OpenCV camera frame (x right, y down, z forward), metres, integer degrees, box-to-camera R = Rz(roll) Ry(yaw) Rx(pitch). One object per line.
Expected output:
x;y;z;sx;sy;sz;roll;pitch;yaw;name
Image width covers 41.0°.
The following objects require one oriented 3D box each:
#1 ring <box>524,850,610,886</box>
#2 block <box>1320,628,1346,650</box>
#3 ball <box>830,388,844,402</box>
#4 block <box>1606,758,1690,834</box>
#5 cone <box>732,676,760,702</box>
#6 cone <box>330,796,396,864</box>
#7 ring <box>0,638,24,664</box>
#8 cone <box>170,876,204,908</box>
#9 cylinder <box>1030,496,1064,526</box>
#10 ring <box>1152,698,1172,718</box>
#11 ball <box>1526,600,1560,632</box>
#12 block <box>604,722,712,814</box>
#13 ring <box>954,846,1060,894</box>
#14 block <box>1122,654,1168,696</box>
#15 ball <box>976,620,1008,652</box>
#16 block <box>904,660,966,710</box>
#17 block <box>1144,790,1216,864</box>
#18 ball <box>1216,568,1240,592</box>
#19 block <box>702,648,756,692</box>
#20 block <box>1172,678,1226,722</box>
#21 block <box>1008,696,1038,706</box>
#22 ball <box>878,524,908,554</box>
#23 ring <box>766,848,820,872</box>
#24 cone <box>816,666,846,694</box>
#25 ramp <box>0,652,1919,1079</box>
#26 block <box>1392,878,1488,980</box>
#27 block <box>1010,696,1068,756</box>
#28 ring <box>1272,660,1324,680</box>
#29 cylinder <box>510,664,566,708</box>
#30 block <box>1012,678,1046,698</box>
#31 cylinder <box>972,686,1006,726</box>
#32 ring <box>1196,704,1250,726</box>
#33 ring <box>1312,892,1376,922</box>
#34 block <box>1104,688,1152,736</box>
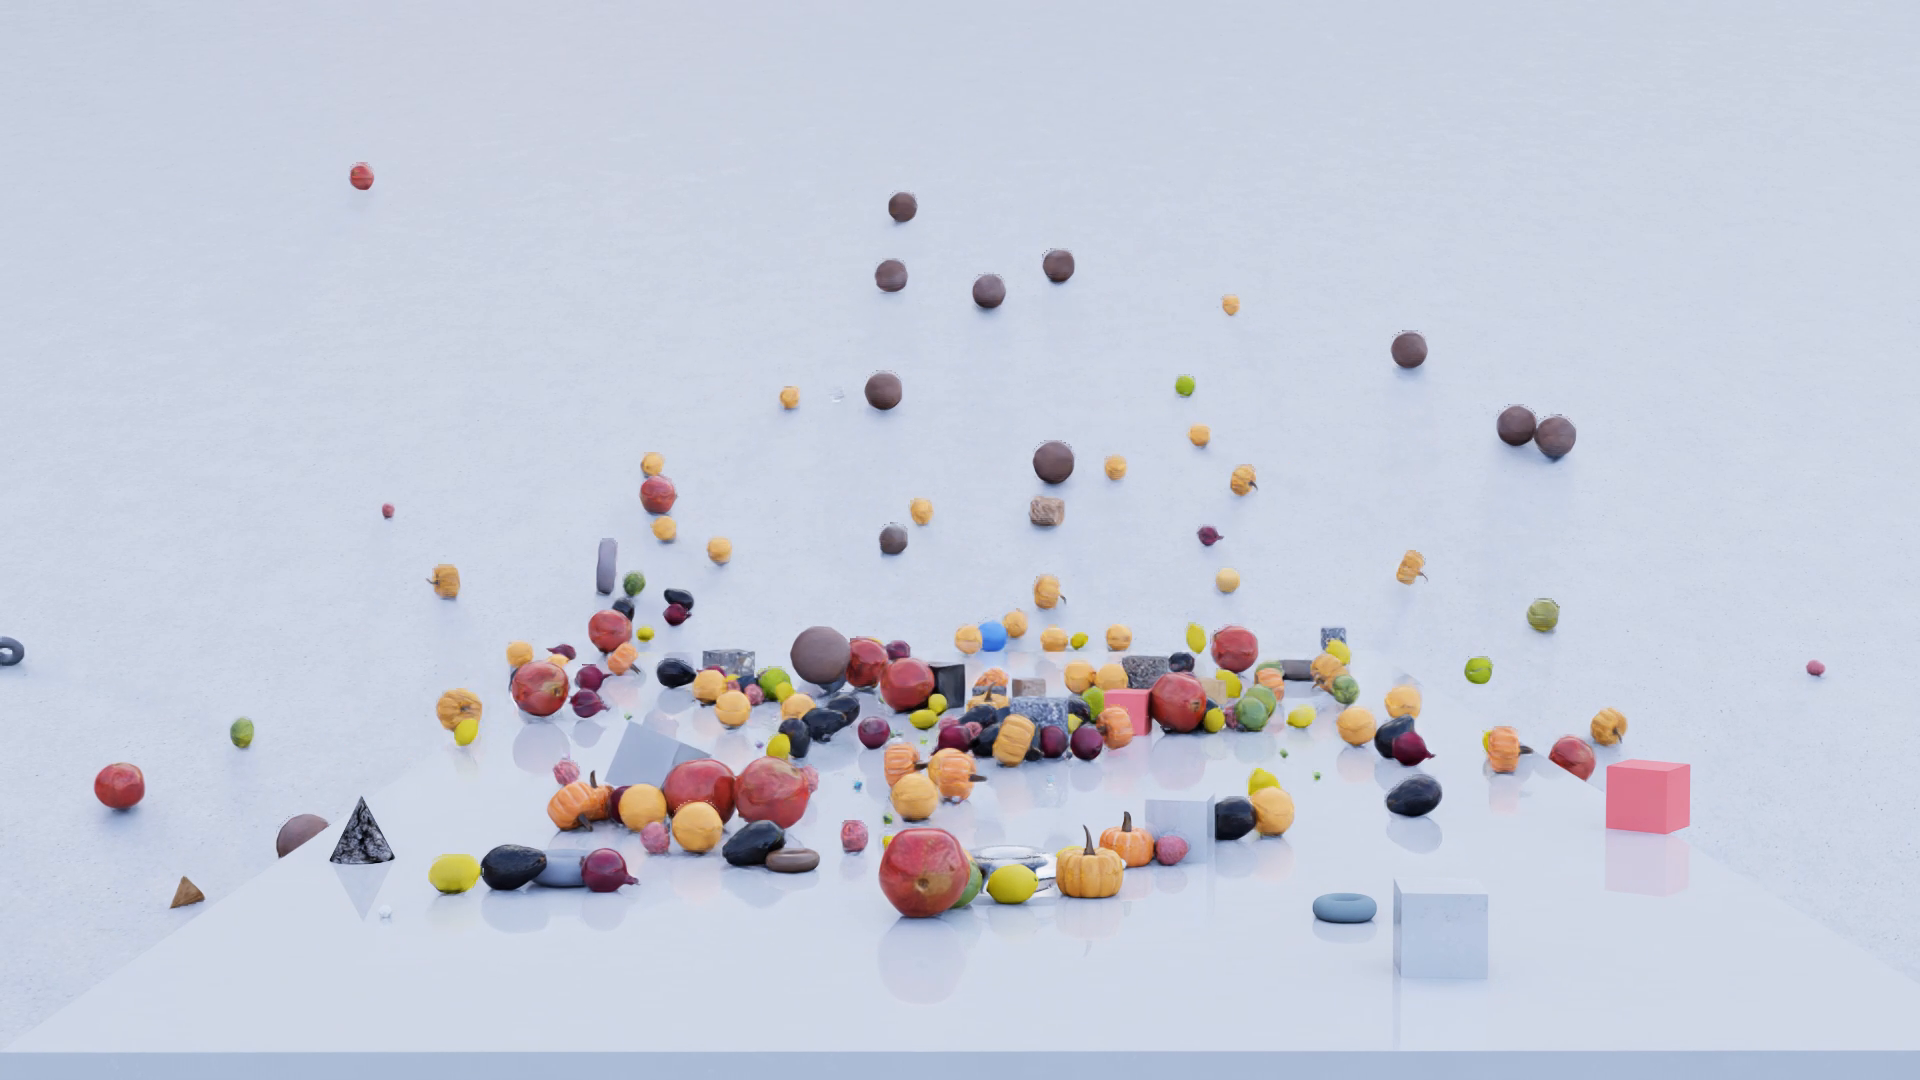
-0.524;0.436;3.422;0.114;0.038;0.114;2;1;0;ring
0.982;0.260;6.757;0.054;0.054;0.054;-2;0;-5;block
-0.417;-0.495;8.741;0.050;0.050;0.050;0;21;0;ball
1.032;0.384;3.852;0.094;0.094;0.094;2;4;36;block
-0.447;0.330;5.453;0.062;0.062;0.062;-7;32;-17;cone
-0.836;0.401;3.593;0.090;0.090;0.090;0;3;0;cone
-2.472;0.288;6.661;0.091;0.091;0.030;-4;48;-11;ring
-1.666;0.766;5.498;0.068;0.068;0.068;20;56;42;cone
0.259;-0.085;7.633;0.082;0.082;0.082;9;23;22;cylinder
0.394;0.341;5.207;0.094;0.031;0.094;-1;4;0;ring
1.562;0.202;6.884;0.086;0.086;0.086;0;21;0;ball
-0.465;0.351;3.961;0.100;0.100;0.100;19;-7;28;block
0.062;0.434;3.381;0.143;0.048;0.143;-1;4;0;ring
0.404;0.295;5.609;0.079;0.079;0.079;1;3;24;block
0.082;0.253;6.722;0.083;0.083;0.083;0;21;0;ball
-0.052;0.303;5.356;0.090;0.090;0.090;2;4;38;block
0.309;0.402;3.605;0.086;0.086;0.086;1;3;13;block
0.744;0.112;7.140;0.070;0.070;0.070;0;21;0;ball
-0.512;0.288;5.691;0.084;0.084;0.084;-2;4;-35;block
0.480;0.320;5.154;0.079;0.079;0.079;-2;4;-26;block
0.132;0.338;5.024;0.057;0.057;0.057;-1;3;-19;block
-0.191;-0.001;7.412;0.086;0.086;0.086;0;21;0;ball
-0.229;0.438;3.516;0.075;0.025;0.075;-1;3;0;ring
-0.282;0.320;5.612;0.067;0.067;0.067;0;30;-1;cone
0.049;0.444;4.532;2.000;0.100;4.000;0;3;0;ramp
0.540;0.436;2.894;0.095;0.095;0.095;0;3;4;block
0.145;0.339;4.680;0.094;0.094;0.094;0;3;9;block
0.777;0.298;5.900;0.121;0.040;0.121;1;3;0;ring
-0.882;0.306;5.368;0.085;0.085;0.085;-3;17;-45;cylinder
0.146;0.319;5.407;0.054;0.054;0.054;-1;3;-21;block
0.058;0.328;5.092;0.070;0.070;0.070;0;3;0;cylinder
0.519;0.346;5.074;0.105;0.035;0.105;1;3;0;ring
0.476;0.455;3.180;0.080;0.027;0.080;-1;3;0;ring
0.324;0.331;4.949;0.080;0.080;0.080;1;3;14;block
